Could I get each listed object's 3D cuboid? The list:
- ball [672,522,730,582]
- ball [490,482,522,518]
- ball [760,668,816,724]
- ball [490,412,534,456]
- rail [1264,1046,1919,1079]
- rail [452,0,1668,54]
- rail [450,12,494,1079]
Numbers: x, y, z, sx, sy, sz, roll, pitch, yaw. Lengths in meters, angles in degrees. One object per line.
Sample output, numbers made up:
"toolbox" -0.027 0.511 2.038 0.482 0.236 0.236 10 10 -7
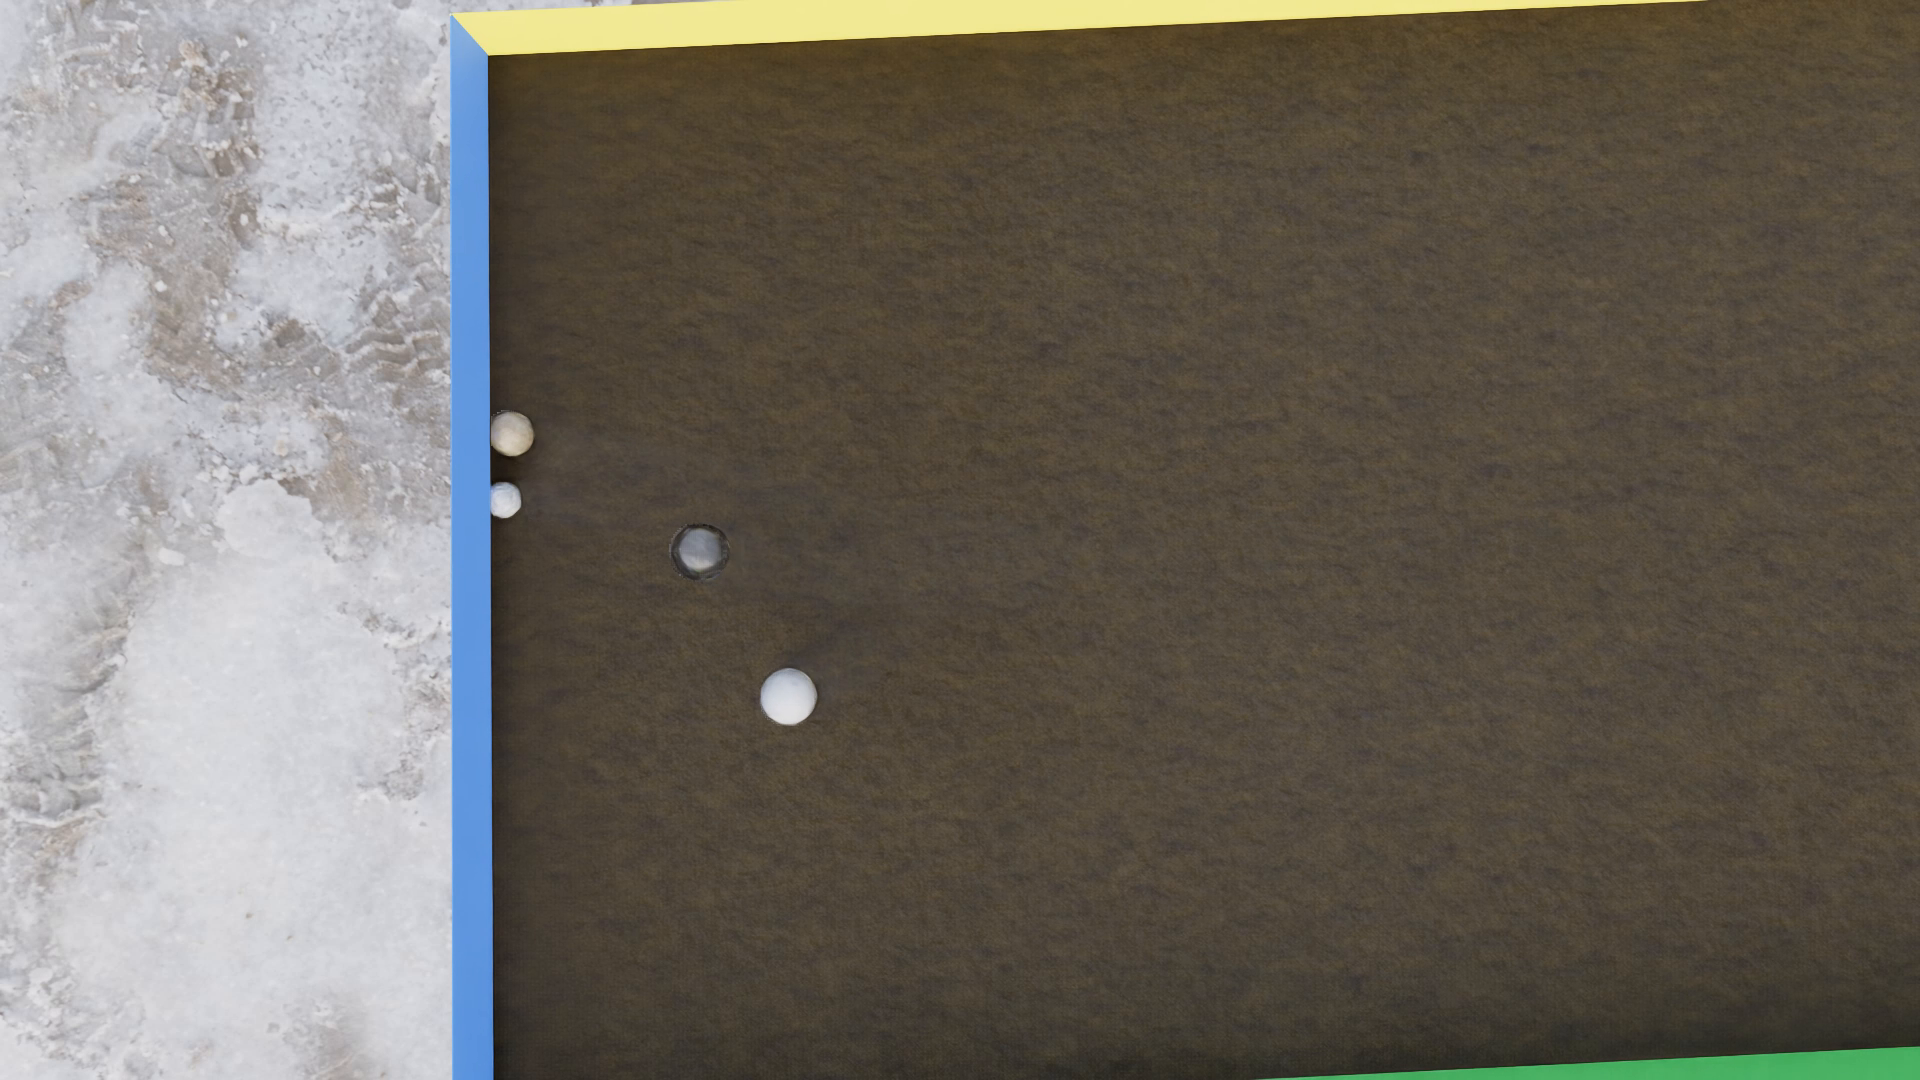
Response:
"ball" -0.388 0.018 3.290 0.087 0.087 0.087 0 78 0
"ball" -0.690 -0.061 3.322 0.055 0.055 0.055 0 78 0
"ball" -0.253 0.231 3.248 0.083 0.083 0.083 0 78 0
"ball" -0.680 -0.161 3.336 0.069 0.069 0.069 0 78 0
"rail" 0.785 0.770 3.120 2.984 0.113 0.045 -3 78 -1
"rail" 0.705 -0.849 3.454 2.984 0.113 0.045 -3 78 -1
"rail" -0.722 0.030 3.273 0.045 0.113 1.703 -3 78 -1
